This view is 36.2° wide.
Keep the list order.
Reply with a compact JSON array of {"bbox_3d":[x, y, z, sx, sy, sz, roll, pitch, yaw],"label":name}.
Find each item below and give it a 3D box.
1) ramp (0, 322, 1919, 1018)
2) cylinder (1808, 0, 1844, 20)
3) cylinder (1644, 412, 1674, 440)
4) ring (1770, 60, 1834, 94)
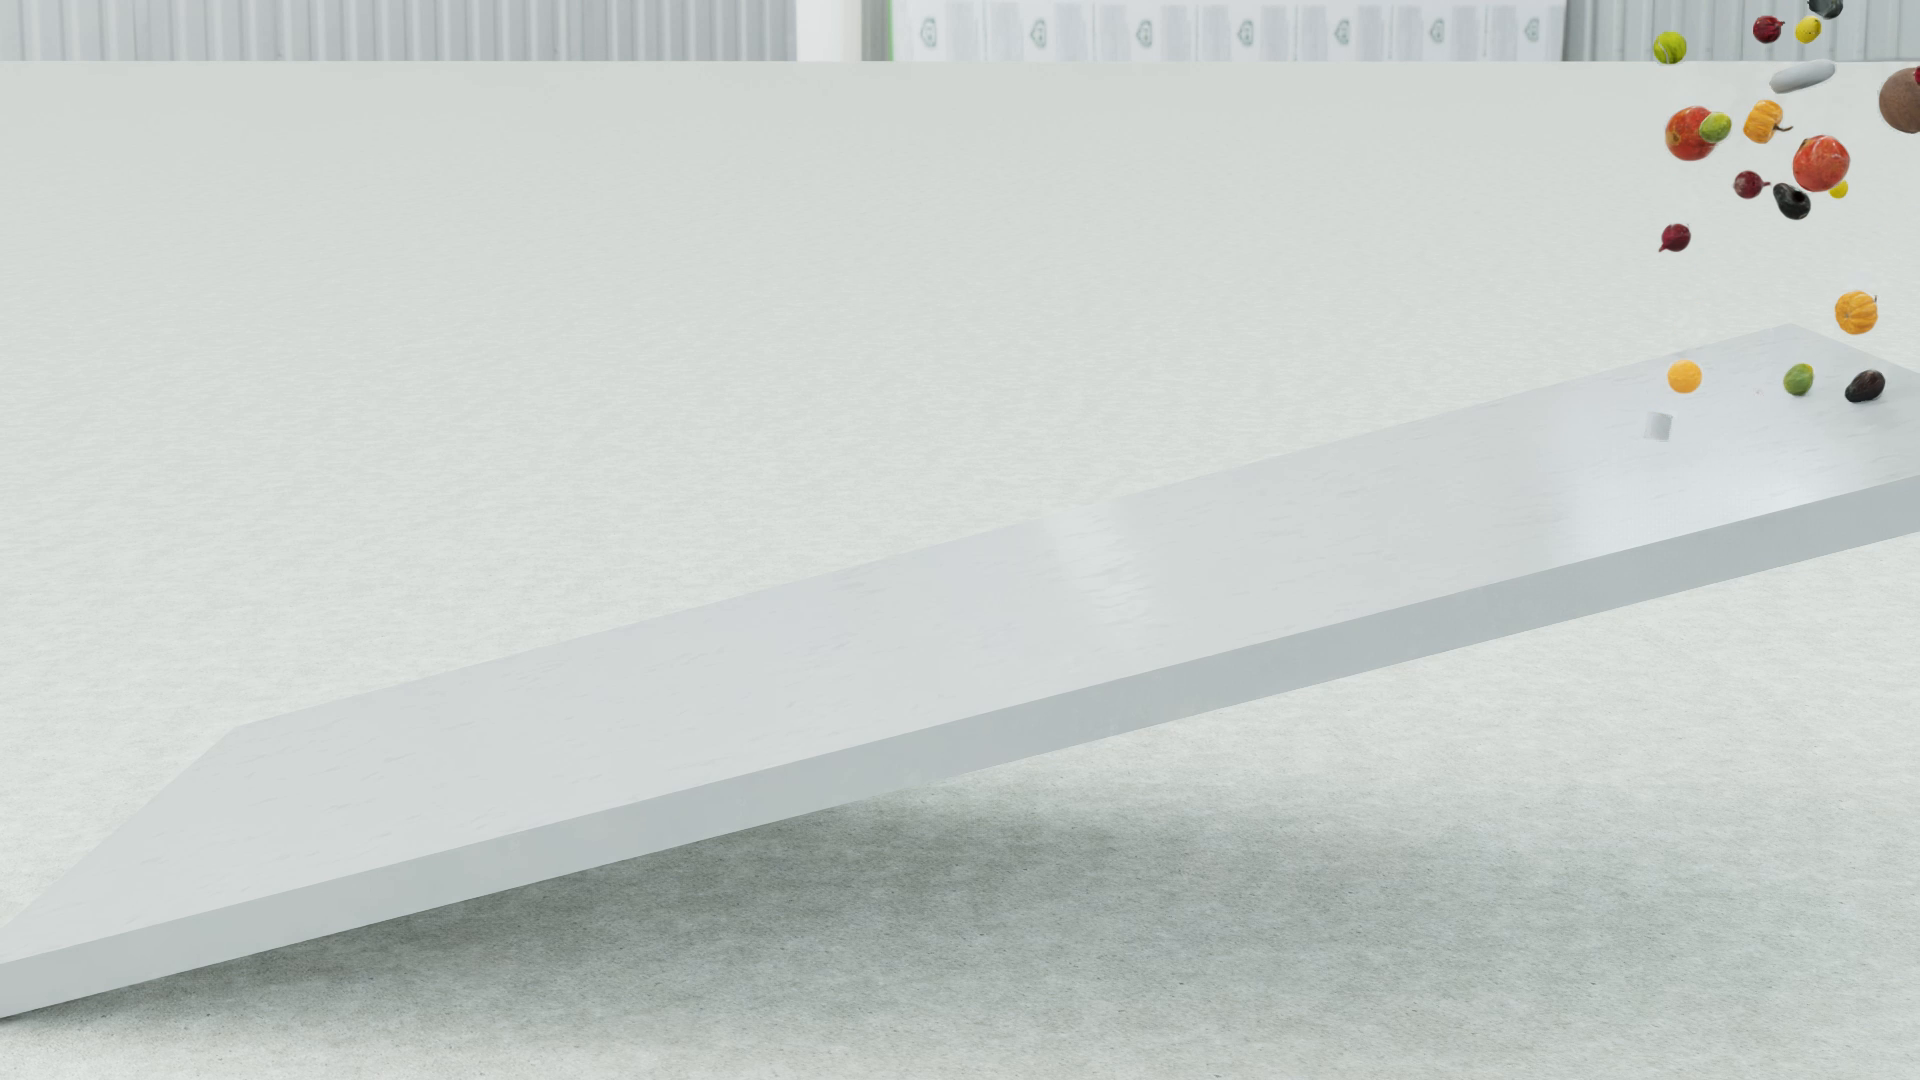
[{"bbox_3d":[0.079,0.191,6.331,4.000,0.100,2.000,-15,9,4],"label":"ramp"},{"bbox_3d":[1.762,-1.092,5.988,0.053,0.053,0.053,8,-1,38],"label":"cylinder"},{"bbox_3d":[1.442,-0.236,6.074,0.053,0.053,0.053,8,6,-1],"label":"cylinder"},{"bbox_3d":[1.734,-0.955,6.056,0.132,0.044,0.132,-16,0,0],"label":"ring"}]
